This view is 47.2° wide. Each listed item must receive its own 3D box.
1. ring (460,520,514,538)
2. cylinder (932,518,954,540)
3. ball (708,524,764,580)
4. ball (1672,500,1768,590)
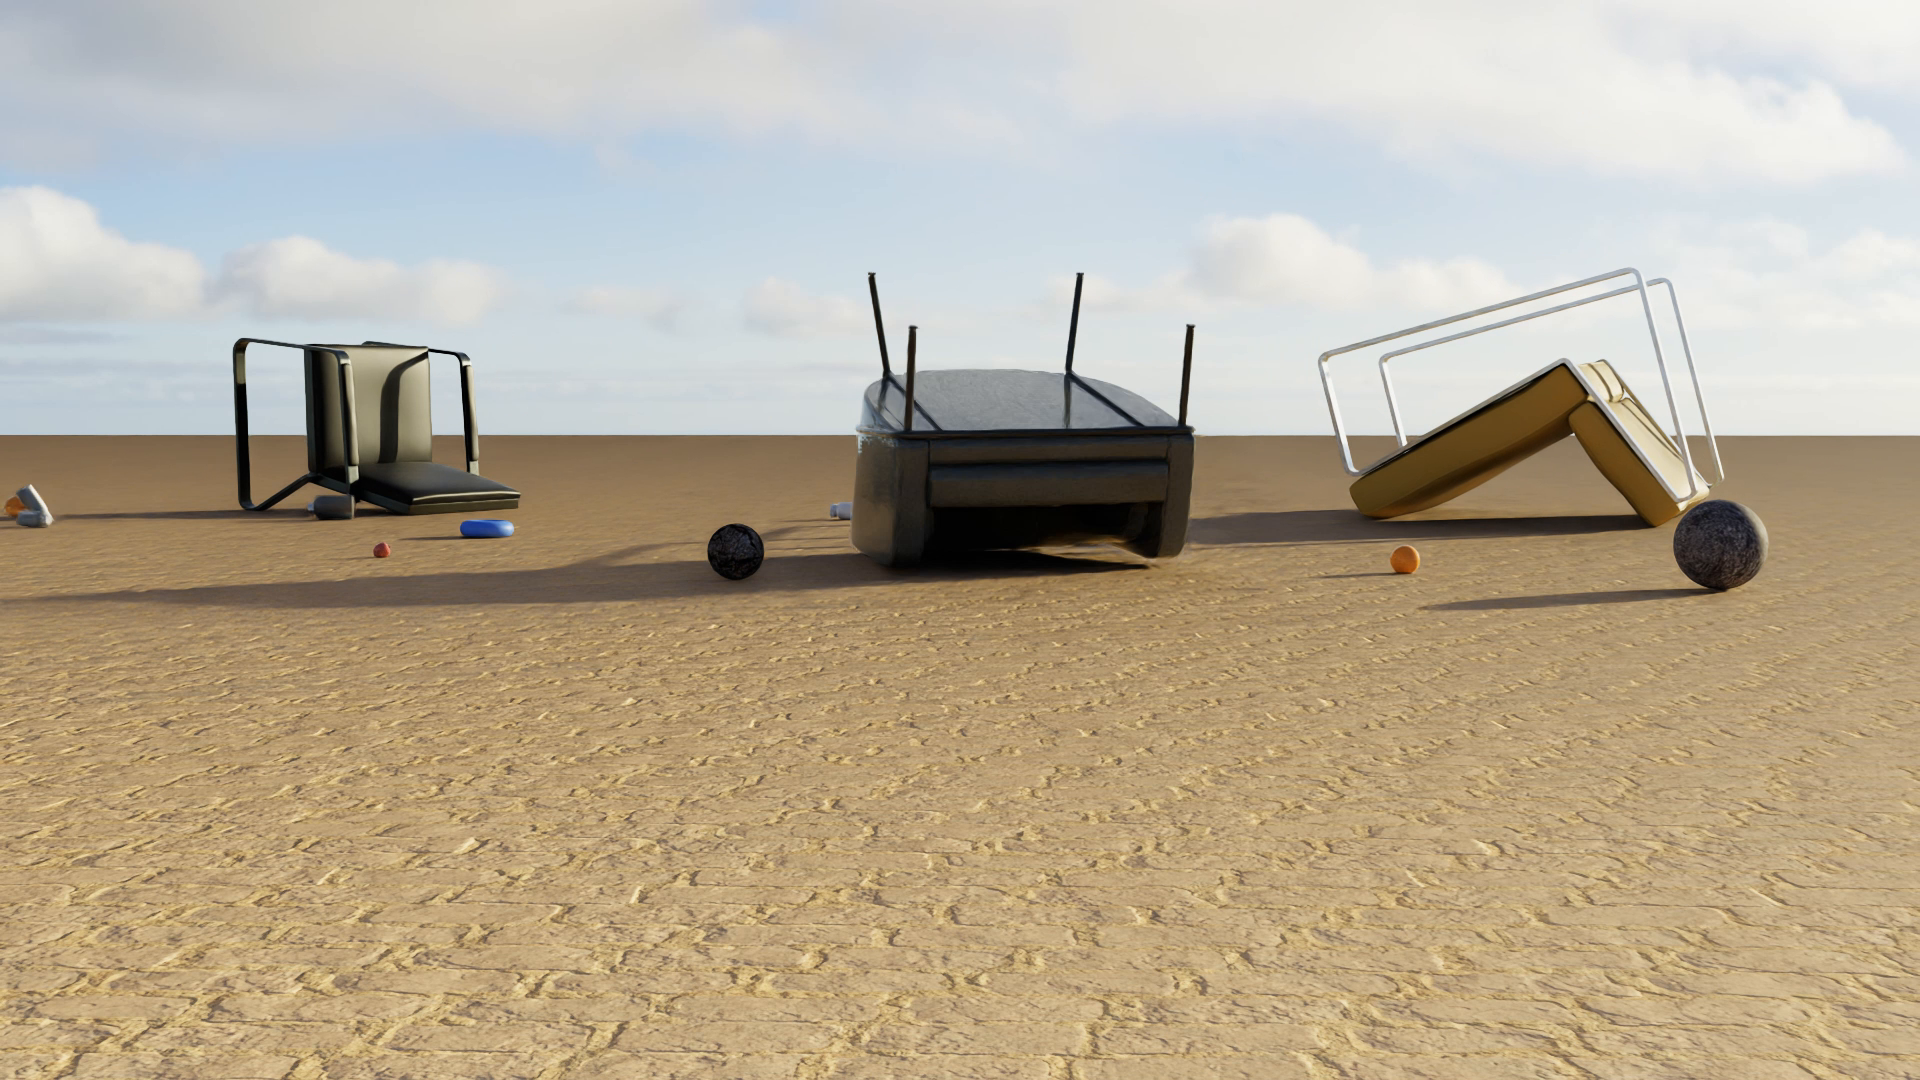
[{"bbox_3d":[-1.439,-0.034,6.688,0.165,0.051,0.157,3,4,28],"label":"ring"},{"bbox_3d":[-0.052,-0.033,6.554,0.053,0.071,0.103,-39,2,4],"label":"cylinder"},{"bbox_3d":[-0.527,0.027,5.172,0.133,0.133,0.133,0,4,0],"label":"ball"},{"bbox_3d":[1.702,0.010,4.921,0.203,0.203,0.203,0,4,0],"label":"ball"}]
